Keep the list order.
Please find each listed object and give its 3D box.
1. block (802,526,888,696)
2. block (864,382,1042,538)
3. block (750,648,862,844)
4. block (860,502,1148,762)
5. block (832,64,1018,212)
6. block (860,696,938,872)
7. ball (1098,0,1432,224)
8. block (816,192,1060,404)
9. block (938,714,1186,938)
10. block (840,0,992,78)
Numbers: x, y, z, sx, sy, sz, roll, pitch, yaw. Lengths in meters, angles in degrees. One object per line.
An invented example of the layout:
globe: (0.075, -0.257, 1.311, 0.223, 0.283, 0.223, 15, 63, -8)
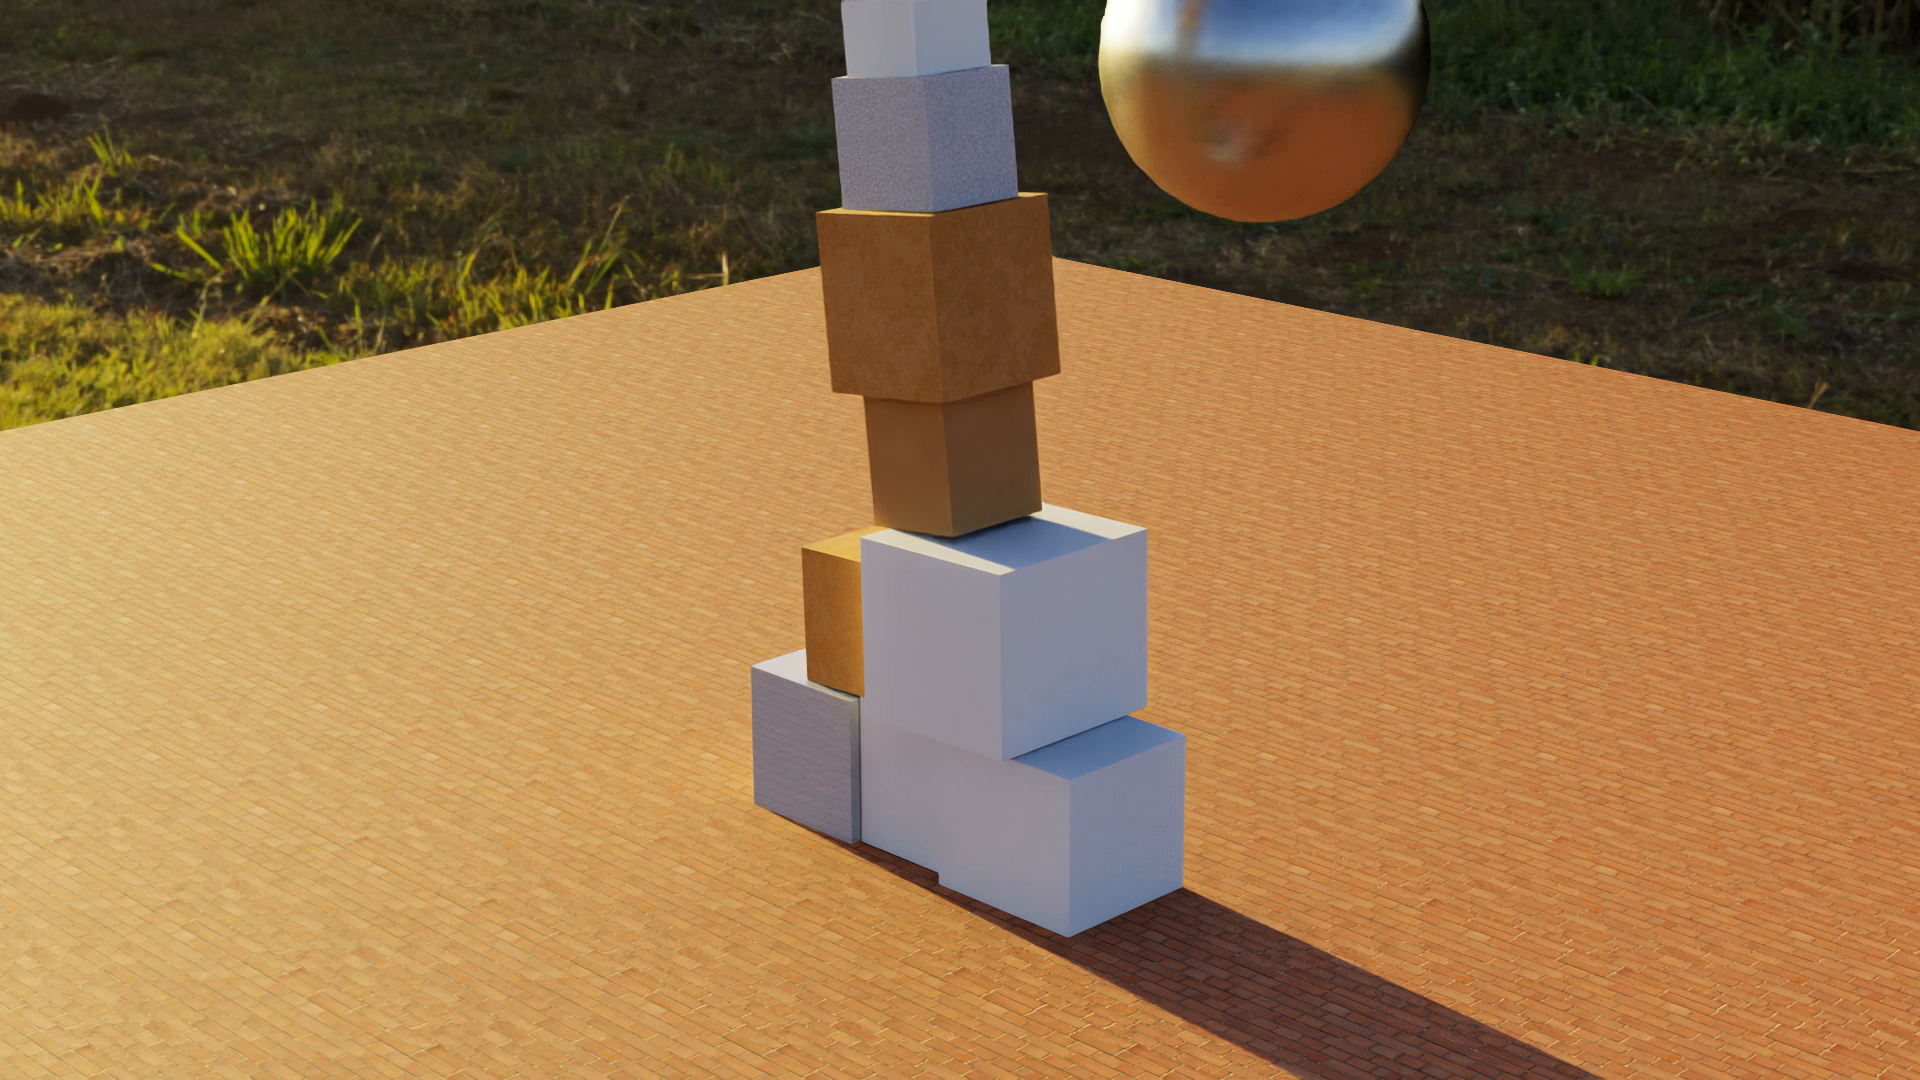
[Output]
block: (-0.310, 0.328, 13.795, 0.632, 0.654, 0.562, -17, 22, -42)
block: (-0.031, -0.403, 13.271, 0.575, 0.626, 0.507, -17, 17, -42)
block: (-0.514, 0.944, 14.152, 0.683, 0.713, 0.699, -17, 24, -42)
block: (0.205, 0.376, 13.267, 0.872, 0.850, 0.952, 15, 23, 43)
block: (-0.154, -1.777, 12.952, 0.525, 0.580, 0.582, -17, 17, -42)
block: (-0.042, 1.074, 13.715, 0.593, 0.728, 0.594, -17, 24, -42)
ball: (1.467, -2.331, 14.147, 1.600, 1.600, 1.600, 0, 17, 0)
block: (-0.093, -1.101, 13.109, 0.742, 0.813, 0.718, -17, 17, -42)
block: (0.458, 1.220, 13.232, 0.763, 0.738, 0.806, -17, 24, -42)
block: (-0.201, -2.317, 12.829, 0.448, 0.532, 0.449, -17, 17, -42)
